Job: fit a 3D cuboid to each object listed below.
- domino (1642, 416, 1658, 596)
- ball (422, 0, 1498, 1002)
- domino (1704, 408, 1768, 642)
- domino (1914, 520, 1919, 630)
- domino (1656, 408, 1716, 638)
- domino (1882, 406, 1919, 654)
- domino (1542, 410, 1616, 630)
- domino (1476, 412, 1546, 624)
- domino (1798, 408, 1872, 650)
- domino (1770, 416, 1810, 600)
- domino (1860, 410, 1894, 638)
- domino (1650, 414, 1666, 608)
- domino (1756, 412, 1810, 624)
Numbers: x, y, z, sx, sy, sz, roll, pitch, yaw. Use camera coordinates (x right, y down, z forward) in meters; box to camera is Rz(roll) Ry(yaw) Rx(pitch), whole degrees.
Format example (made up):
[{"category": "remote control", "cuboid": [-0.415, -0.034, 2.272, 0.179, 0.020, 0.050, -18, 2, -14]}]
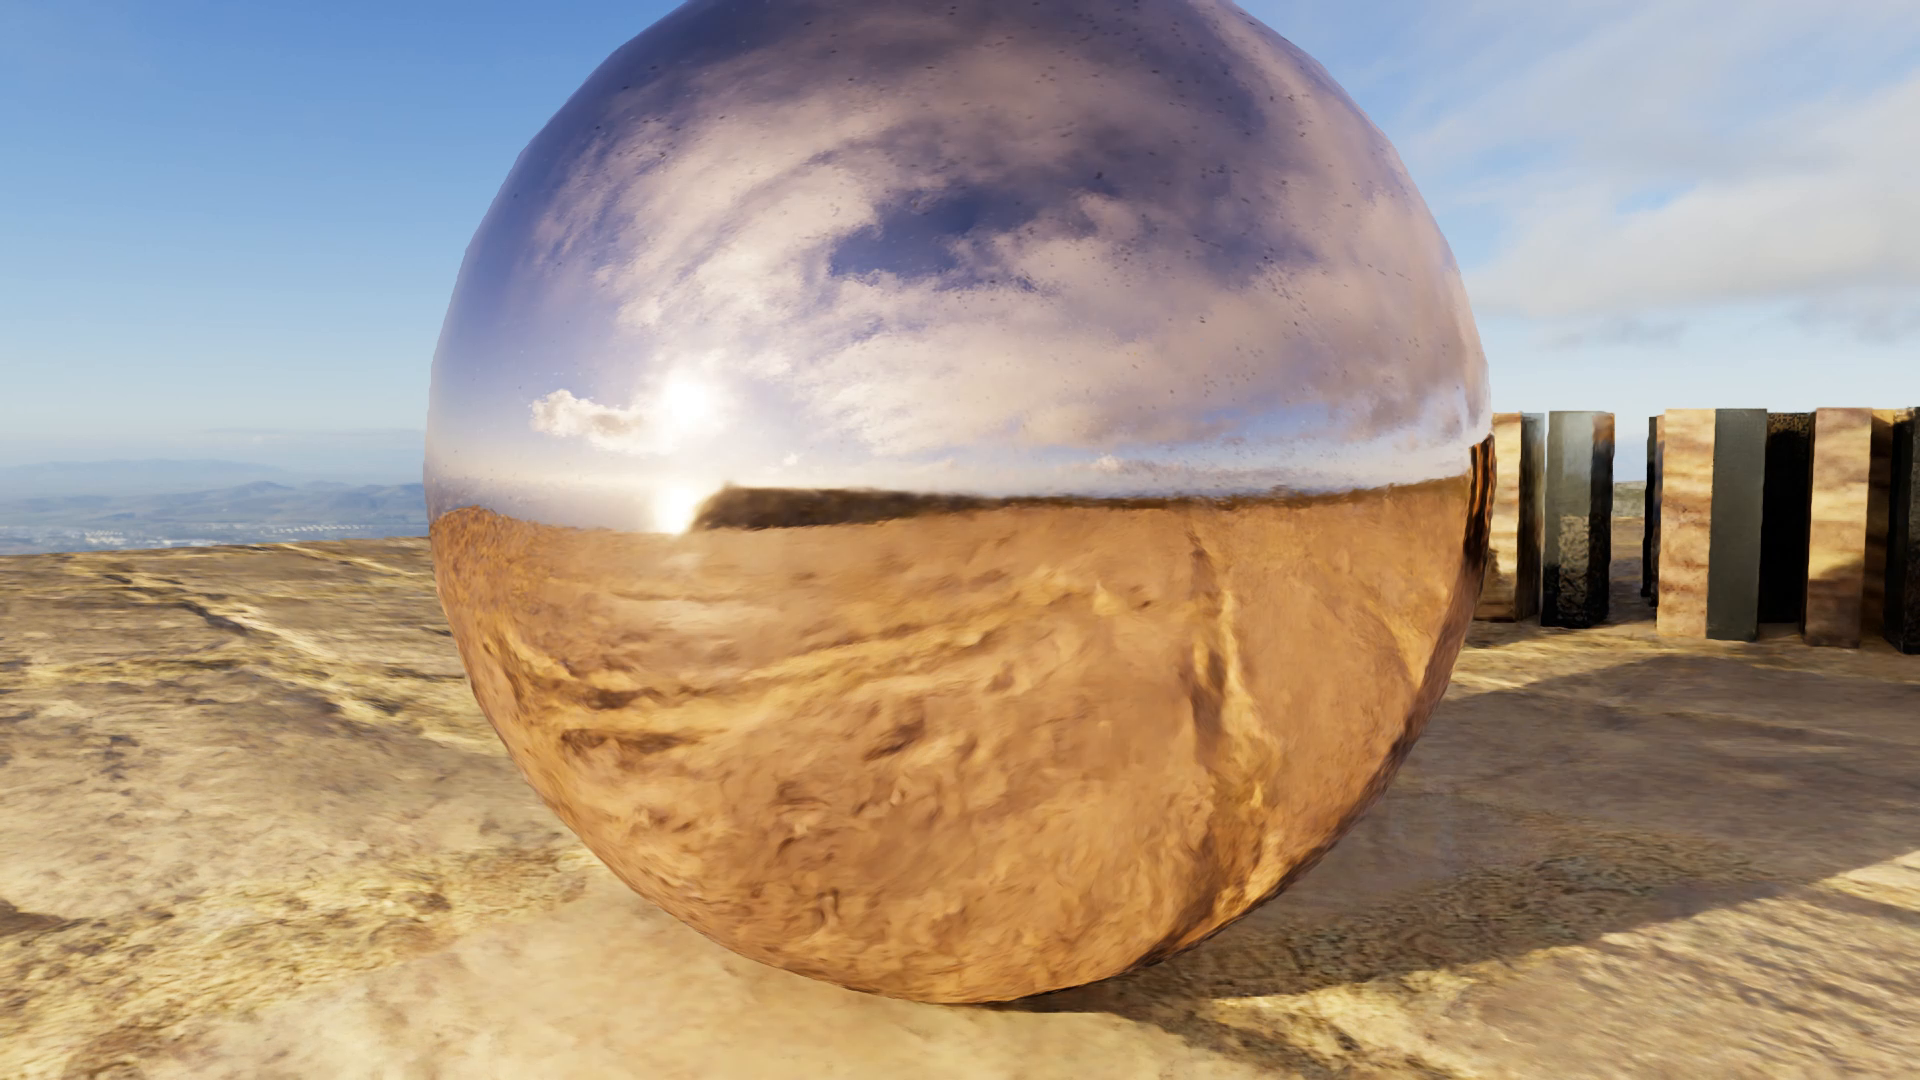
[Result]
[{"category": "domino", "cuboid": [0.202, -0.009, 0.350, 0.009, 0.050, 0.025, -4, 6, -41]}, {"category": "ball", "cuboid": [0.000, -0.005, 0.103, 0.080, 0.080, 0.080, 0, 4, 0]}, {"category": "domino", "cuboid": [0.173, -0.004, 0.286, 0.010, 0.050, 0.025, 3, 5, 31]}, {"category": "domino", "cuboid": [0.224, -0.004, 0.285, 0.010, 0.050, 0.025, 1, 4, 8]}, {"category": "domino", "cuboid": [0.165, -0.004, 0.292, 0.010, 0.050, 0.025, 2, 5, 31]}, {"category": "domino", "cuboid": [0.201, -0.003, 0.268, 0.010, 0.050, 0.025, 2, 5, 28]}, {"category": "domino", "cuboid": [0.147, -0.005, 0.306, 0.009, 0.050, 0.025, 3, 5, 37]}, {"category": "domino", "cuboid": [0.135, -0.006, 0.315, 0.009, 0.050, 0.025, 3, 5, 36]}, {"category": "domino", "cuboid": [0.189, -0.003, 0.277, 0.010, 0.050, 0.025, 3, 5, 31]}, {"category": "domino", "cuboid": [0.223, -0.010, 0.362, 0.009, 0.050, 0.025, -2, 5, -21]}, {"category": "domino", "cuboid": [0.209, -0.004, 0.292, 0.009, 0.050, 0.025, 2, 5, 25]}, {"category": "domino", "cuboid": [0.193, -0.007, 0.330, 0.025, 0.050, 0.010, 0, 4, 3]}, {"category": "domino", "cuboid": [0.196, -0.006, 0.309, 0.025, 0.050, 0.009, -1, 4, -14]}]
